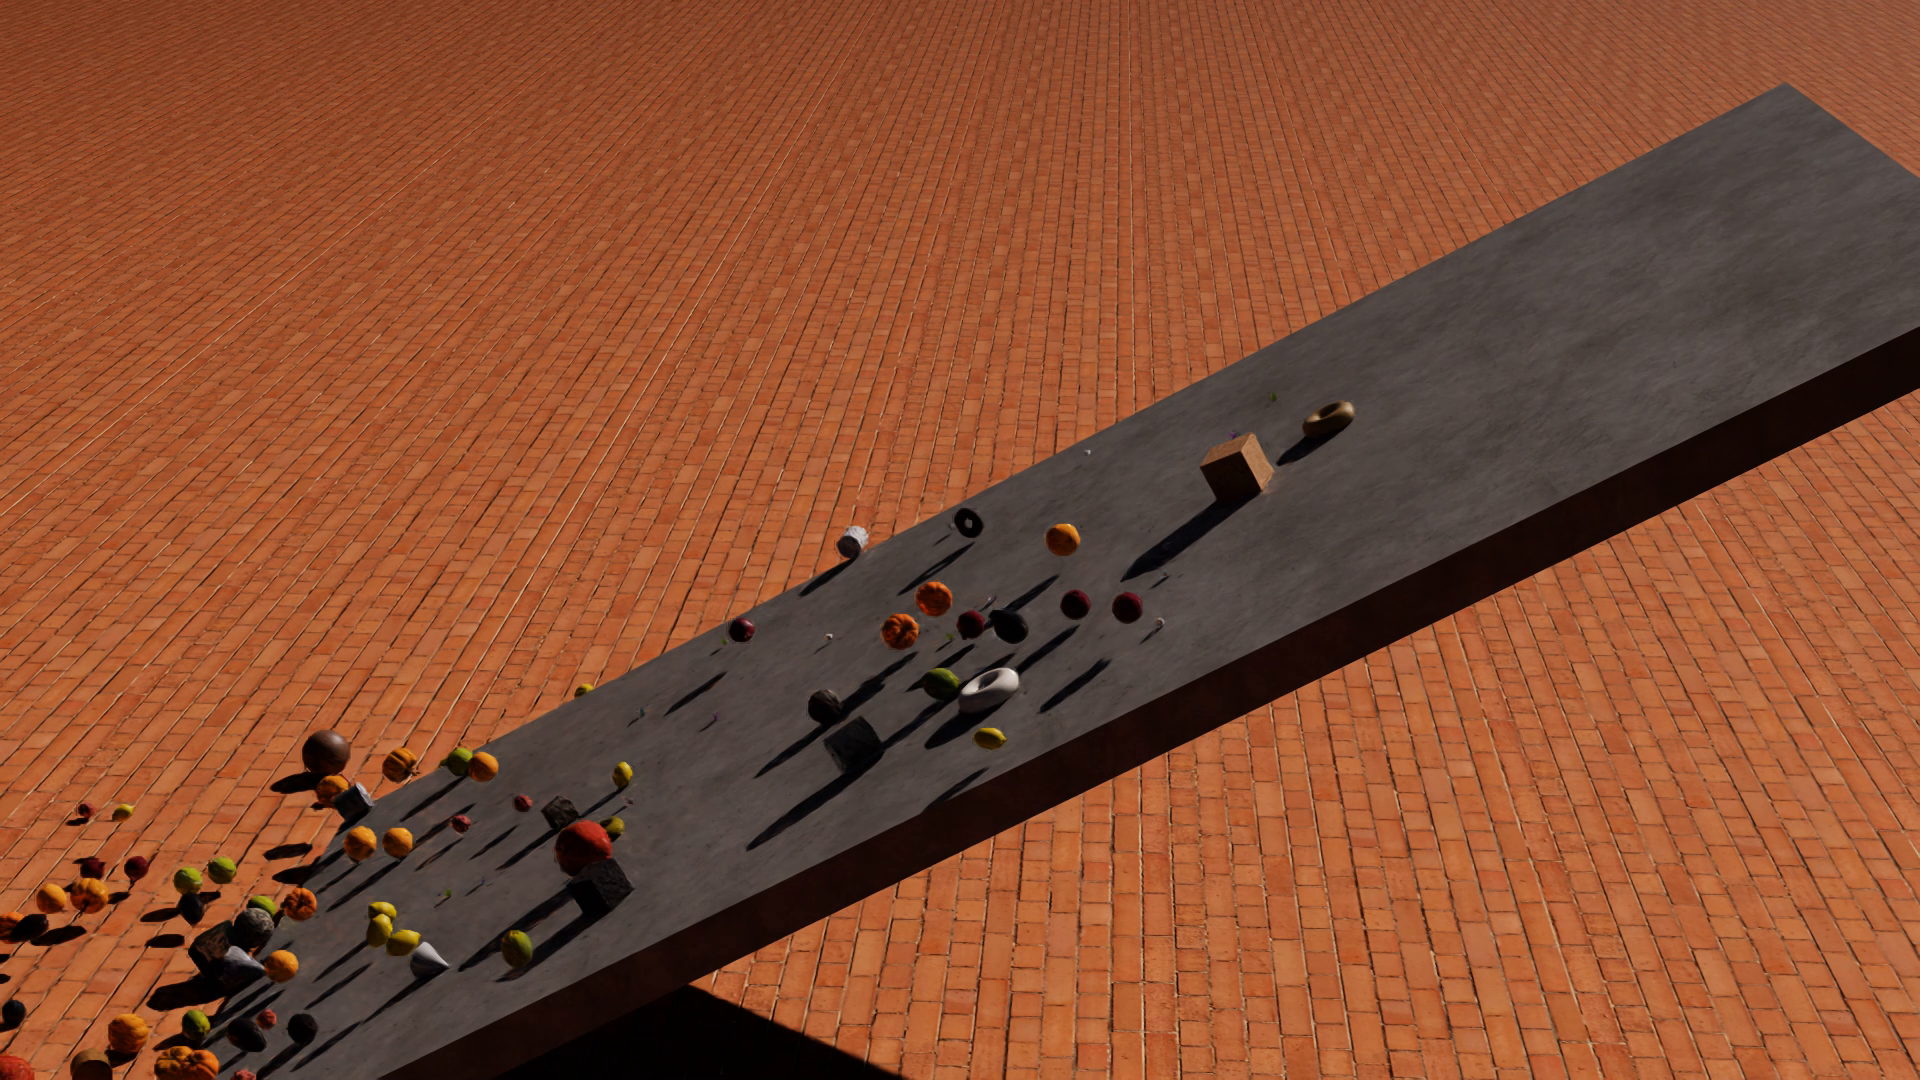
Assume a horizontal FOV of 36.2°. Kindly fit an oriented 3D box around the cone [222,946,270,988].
[{"bbox_3d":[-1.600,0.970,6.643,0.097,0.097,0.097,4,18,16],"label":"cone"}]

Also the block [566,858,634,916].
[{"bbox_3d":[-0.710,0.685,5.803,0.076,0.076,0.076,-17,19,41],"label":"block"}]

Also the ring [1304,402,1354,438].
[{"bbox_3d":[0.778,-0.254,6.202,0.117,0.039,0.117,-27,15,8],"label":"ring"}]

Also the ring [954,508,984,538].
[{"bbox_3d":[0.022,-0.041,6.852,0.075,0.075,0.025,11,30,31],"label":"ring"}]

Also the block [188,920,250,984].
[{"bbox_3d":[-1.726,0.957,6.849,0.091,0.091,0.091,-29,14,6],"label":"block"}]

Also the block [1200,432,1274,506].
[{"bbox_3d":[0.575,-0.146,6.104,0.099,0.099,0.099,-22,16,29],"label":"block"}]

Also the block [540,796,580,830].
[{"bbox_3d":[-0.881,0.602,6.481,0.053,0.053,0.053,-36,16,-25],"label":"block"}]

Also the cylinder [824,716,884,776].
[{"bbox_3d":[-0.208,0.405,5.764,0.087,0.087,0.087,-33,28,-13],"label":"cylinder"}]

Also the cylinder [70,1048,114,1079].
[{"bbox_3d":[-1.869,1.147,6.330,0.084,0.084,0.084,-6,9,-19],"label":"cylinder"}]

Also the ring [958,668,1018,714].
[{"bbox_3d":[0.055,0.293,5.722,0.129,0.043,0.129,-27,15,8],"label":"ring"}]

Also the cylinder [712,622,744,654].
[{"bbox_3d":[-0.567,0.246,7.175,0.073,0.073,0.073,8,19,-3],"label":"cylinder"}]

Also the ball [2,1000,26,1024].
[{"bbox_3d":[-2.145,1.071,6.667,0.054,0.054,0.054,0,18,0],"label":"ball"}]

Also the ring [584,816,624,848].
[{"bbox_3d":[-0.752,0.618,6.214,0.093,0.031,0.093,-27,15,8],"label":"ring"}]

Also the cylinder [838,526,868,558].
[{"bbox_3d":[-0.266,0.005,7.305,0.062,0.062,0.062,5,26,16],"label":"cylinder"}]

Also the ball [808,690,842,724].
[{"bbox_3d":[-0.282,0.348,6.138,0.071,0.071,0.071,0,18,0],"label":"ball"}]

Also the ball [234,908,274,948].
[{"bbox_3d":[-1.648,0.904,6.863,0.093,0.093,0.093,0,18,0],"label":"ball"}]

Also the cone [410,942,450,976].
[{"bbox_3d":[-1.066,0.862,5.982,0.072,0.072,0.072,11,21,27],"label":"cone"}]

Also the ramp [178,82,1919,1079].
[{"bbox_3d":[0.141,0.167,6.282,4.000,0.100,2.000,-27,14,11],"label":"ramp"}]
